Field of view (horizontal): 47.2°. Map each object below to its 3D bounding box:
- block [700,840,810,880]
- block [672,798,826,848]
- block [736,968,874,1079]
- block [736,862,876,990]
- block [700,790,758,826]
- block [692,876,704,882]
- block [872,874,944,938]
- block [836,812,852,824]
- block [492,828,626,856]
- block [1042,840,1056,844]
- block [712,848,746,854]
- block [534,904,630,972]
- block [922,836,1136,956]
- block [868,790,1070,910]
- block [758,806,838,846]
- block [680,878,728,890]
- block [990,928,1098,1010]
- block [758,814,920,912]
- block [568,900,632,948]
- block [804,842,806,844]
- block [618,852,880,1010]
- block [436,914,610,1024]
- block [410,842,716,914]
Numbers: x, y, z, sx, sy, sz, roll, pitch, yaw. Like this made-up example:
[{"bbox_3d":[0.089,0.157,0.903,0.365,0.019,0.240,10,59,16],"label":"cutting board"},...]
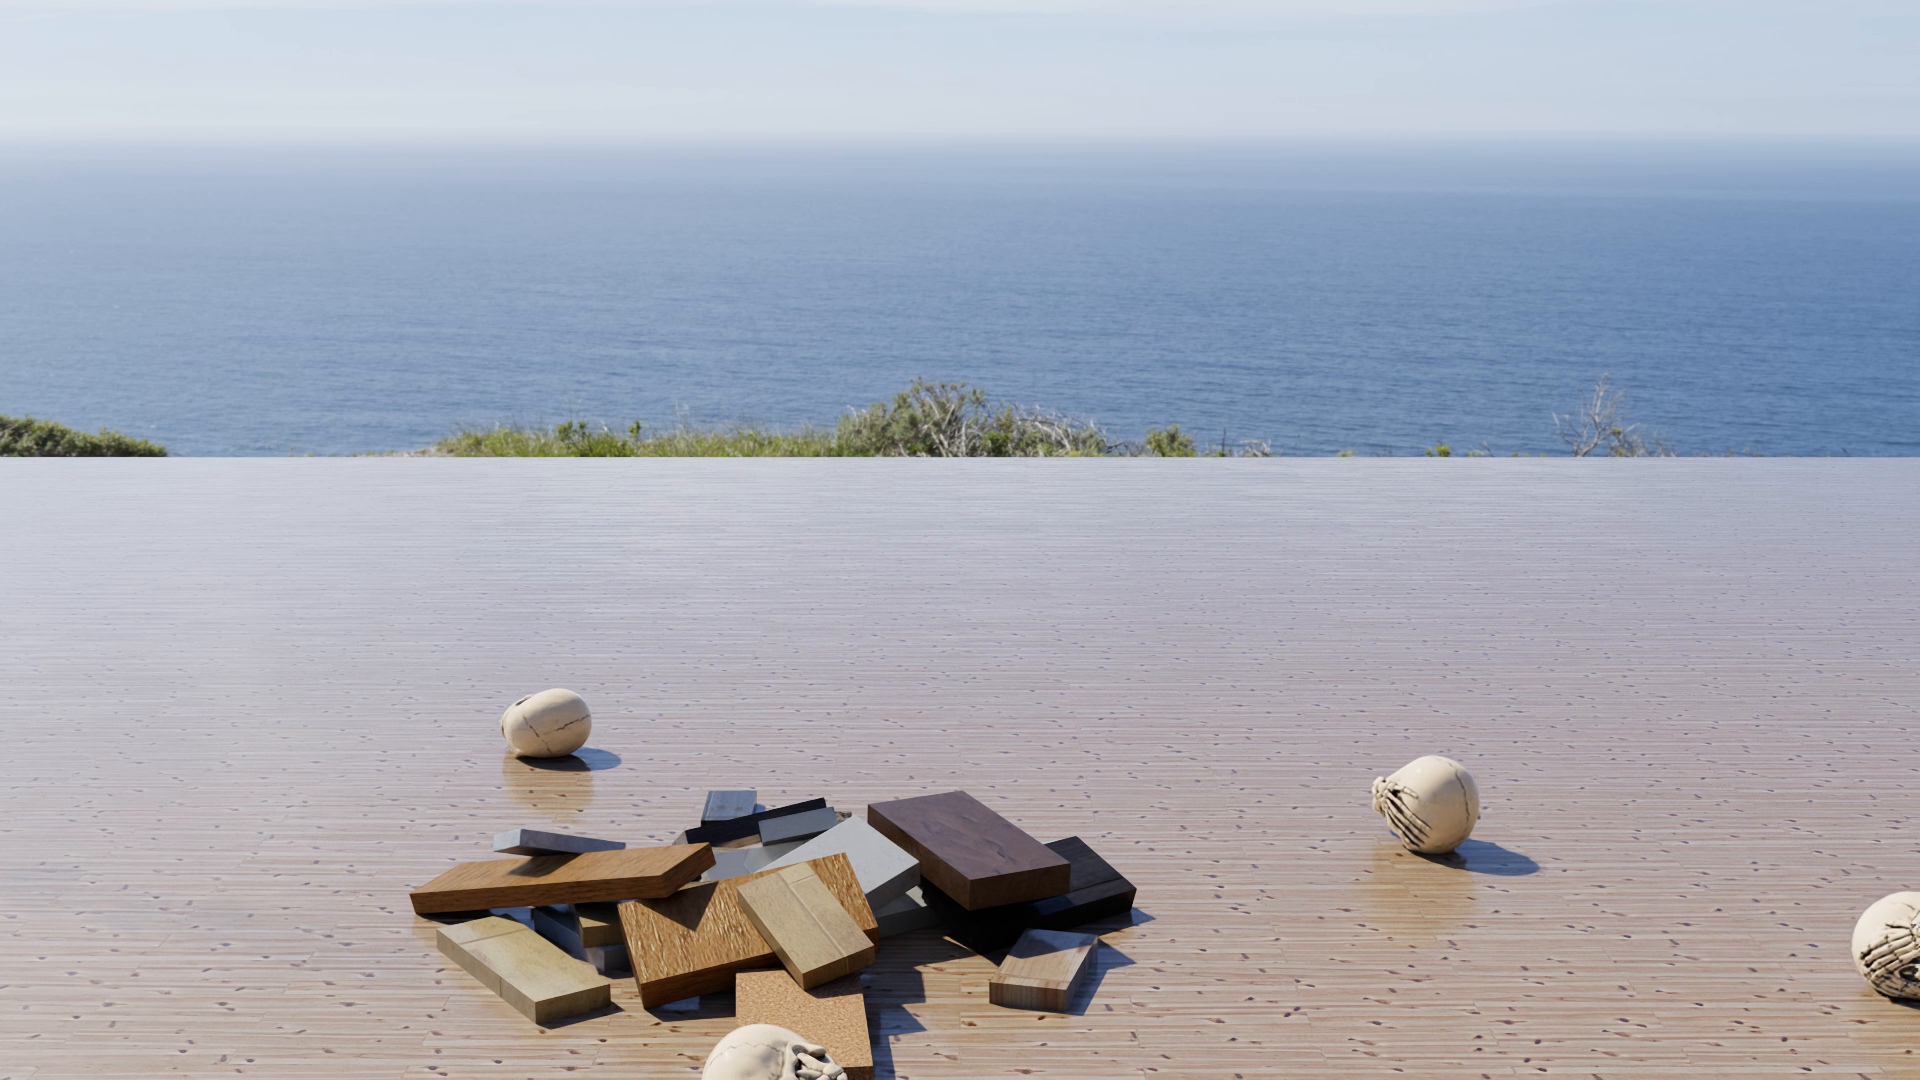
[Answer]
[{"bbox_3d":[-0.315,0.555,3.619,0.208,0.029,0.104,-5,48,-27],"label":"block"},{"bbox_3d":[-0.364,0.503,3.813,0.251,0.036,0.126,-11,-14,-21],"label":"block"},{"bbox_3d":[-0.220,0.681,3.042,0.178,0.050,0.356,-1,11,-6],"label":"block"},{"bbox_3d":[-0.228,0.563,3.224,0.114,0.032,0.229,-18,33,-24],"label":"block"},{"bbox_3d":[-0.427,0.503,4.069,0.090,0.026,0.181,0,11,-2],"label":"block"},{"bbox_3d":[-0.551,0.577,3.664,0.315,0.027,0.095,-1,11,-3],"label":"block"},{"bbox_3d":[-0.104,0.563,3.551,0.316,0.045,0.158,-7,33,-34],"label":"block"},{"bbox_3d":[-0.244,0.526,3.942,0.090,0.026,0.181,0,11,0],"label":"block"},{"bbox_3d":[-0.649,0.498,3.562,0.189,0.027,0.094,14,-21,-36],"label":"block"},{"bbox_3d":[0.102,0.558,3.754,0.229,0.032,0.114,-5,12,-25],"label":"block"},{"bbox_3d":[-0.391,0.530,3.668,0.111,0.016,0.055,6,11,-17],"label":"block"},{"bbox_3d":[-0.561,0.614,3.450,0.118,0.034,0.237,-8,13,-36],"label":"block"},{"bbox_3d":[0.113,0.567,3.534,0.316,0.045,0.158,-8,32,-38],"label":"block"},{"bbox_3d":[0.009,0.494,3.533,0.178,0.050,0.356,-5,15,-28],"label":"block"},{"bbox_3d":[-0.274,0.498,3.725,0.126,0.036,0.251,-11,-14,-7],"label":"block"},{"bbox_3d":[-0.363,0.586,3.504,0.208,0.029,0.104,-3,34,-17],"label":"block"},{"bbox_3d":[0.127,0.642,3.299,0.114,0.032,0.229,3,11,15],"label":"block"},{"bbox_3d":[-0.233,0.551,3.420,0.316,0.045,0.158,-27,40,-34],"label":"block"},{"bbox_3d":[-0.548,0.578,3.456,0.118,0.034,0.237,-3,11,-17],"label":"block"},{"bbox_3d":[-0.127,0.518,3.721,0.090,0.026,0.318,-10,-11,35],"label":"block"},{"bbox_3d":[-0.317,0.581,3.289,0.356,0.050,0.178,-11,34,-15],"label":"block"},{"bbox_3d":[-0.660,0.640,3.307,0.118,0.034,0.360,-7,13,-35],"label":"block"},{"bbox_3d":[-0.635,0.536,3.477,0.540,0.036,0.126,-9,11,33],"label":"block"}]
